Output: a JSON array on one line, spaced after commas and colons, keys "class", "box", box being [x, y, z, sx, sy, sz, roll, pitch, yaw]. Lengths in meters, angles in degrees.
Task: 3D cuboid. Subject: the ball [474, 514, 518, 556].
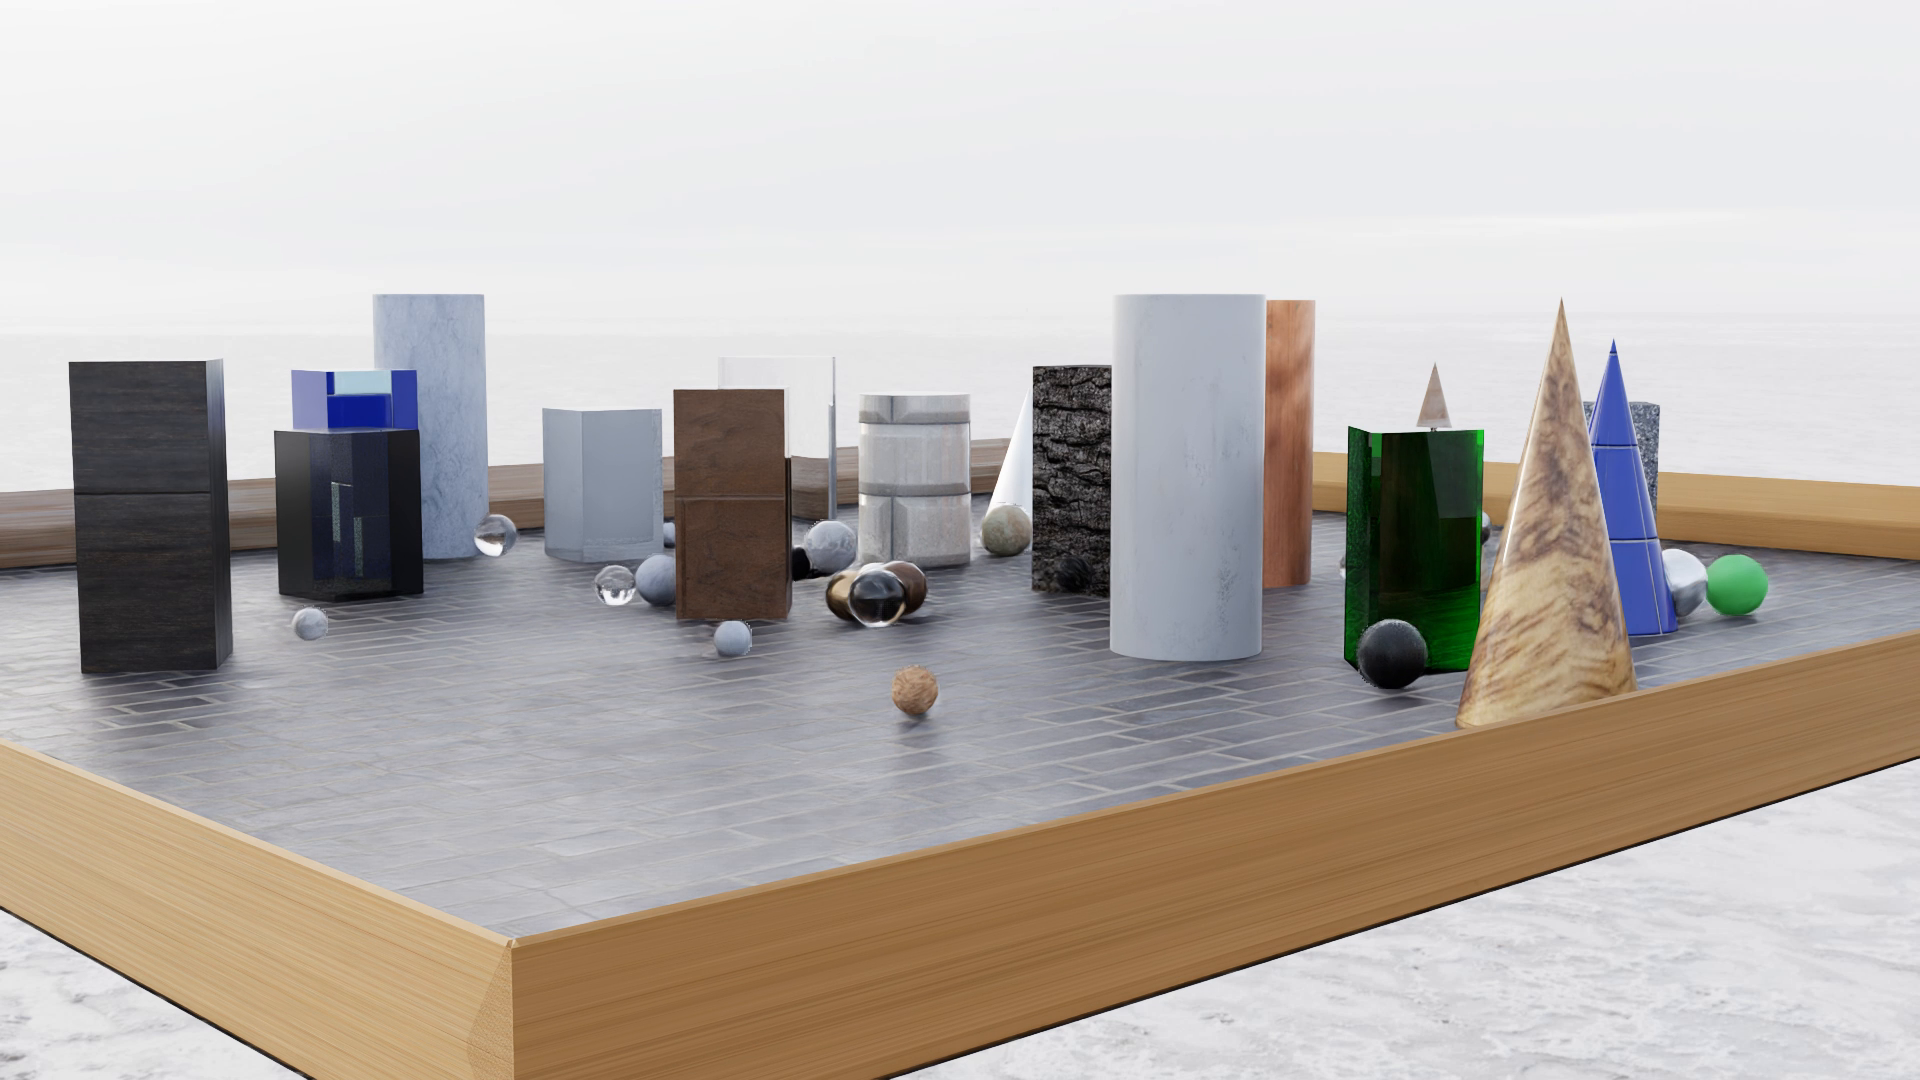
[{"class": "ball", "box": [-0.845, -0.009, 4.004, 0.077, 0.077, 0.077, 0, 6, 0]}]

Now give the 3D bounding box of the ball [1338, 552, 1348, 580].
[{"class": "ball", "box": [0.651, 0.042, 3.619, 0.055, 0.055, 0.055, 0, 6, 0]}]

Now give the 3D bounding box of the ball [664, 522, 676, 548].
[{"class": "ball", "box": [-0.546, -0.009, 4.151, 0.048, 0.048, 0.048, 0, 6, 0]}]

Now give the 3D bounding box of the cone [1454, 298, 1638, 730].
[{"class": "cone", "box": [0.633, -0.029, 2.337, 0.200, 0.462, 0.200, 0, 6, 0]}]

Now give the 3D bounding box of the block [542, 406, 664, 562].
[{"class": "block", "box": [-0.649, -0.105, 3.998, 0.160, 0.269, 0.160, -4, 7, -36]}]

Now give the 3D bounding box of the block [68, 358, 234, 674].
[{"class": "block", "box": [-1.021, -0.036, 2.785, 0.160, 0.384, 0.160, -1, 6, -11]}]

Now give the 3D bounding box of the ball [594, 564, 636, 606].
[{"class": "ball", "box": [-0.522, 0.069, 3.330, 0.062, 0.062, 0.062, 0, 6, 0]}]

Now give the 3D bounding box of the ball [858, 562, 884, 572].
[{"class": "ball", "box": [-0.123, 0.069, 3.273, 0.073, 0.073, 0.073, 0, 6, 0]}]

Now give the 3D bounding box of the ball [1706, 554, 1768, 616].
[{"class": "ball", "box": [1.136, 0.066, 3.223, 0.091, 0.091, 0.091, 0, 6, 0]}]

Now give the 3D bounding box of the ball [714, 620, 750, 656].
[{"class": "ball", "box": [-0.294, 0.127, 2.847, 0.047, 0.047, 0.047, 0, 6, 0]}]

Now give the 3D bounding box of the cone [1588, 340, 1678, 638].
[{"class": "cone", "box": [0.913, -0.081, 3.092, 0.200, 0.409, 0.200, 0, 6, 0]}]

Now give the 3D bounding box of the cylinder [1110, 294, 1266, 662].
[{"class": "cylinder", "box": [0.298, -0.087, 2.882, 0.200, 0.466, 0.200, 0, 6, 0]}]

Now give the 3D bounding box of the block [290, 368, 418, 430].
[{"class": "block", "box": [-1.040, -0.121, 3.789, 0.160, 0.344, 0.160, -5, 7, -37]}]

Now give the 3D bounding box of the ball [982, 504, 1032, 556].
[{"class": "ball", "box": [0.086, -0.017, 3.998, 0.095, 0.095, 0.095, 0, 6, 0]}]

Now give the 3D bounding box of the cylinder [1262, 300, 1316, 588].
[{"class": "cylinder", "box": [0.482, -0.163, 3.629, 0.200, 0.462, 0.200, 0, 6, 0]}]

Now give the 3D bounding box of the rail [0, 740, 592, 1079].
[{"class": "rail", "box": [-1.220, 0.150, 2.212, 0.045, 0.130, 2.990, -5, 8, -42]}]

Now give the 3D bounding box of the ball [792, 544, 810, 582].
[{"class": "ball", "box": [-0.278, 0.038, 3.623, 0.062, 0.062, 0.062, 0, 6, 0]}]

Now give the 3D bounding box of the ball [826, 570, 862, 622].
[{"class": "ball", "box": [-0.157, 0.080, 3.168, 0.073, 0.073, 0.073, 0, 6, 0]}]

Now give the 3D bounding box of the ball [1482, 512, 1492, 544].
[{"class": "ball", "box": [0.964, -0.023, 4.146, 0.076, 0.076, 0.076, 0, 6, 0]}]

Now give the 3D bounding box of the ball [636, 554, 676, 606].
[{"class": "ball", "box": [-0.454, 0.061, 3.336, 0.077, 0.077, 0.077, 0, 6, 0]}]

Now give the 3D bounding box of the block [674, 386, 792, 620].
[{"class": "block", "box": [-0.334, -0.059, 3.253, 0.160, 0.333, 0.160, 0, 6, -1]}]

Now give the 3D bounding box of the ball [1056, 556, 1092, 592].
[{"class": "ball", "box": [0.178, 0.054, 3.429, 0.057, 0.057, 0.057, 0, 6, 0]}]

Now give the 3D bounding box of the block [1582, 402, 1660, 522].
[{"class": "block", "box": [1.106, -0.092, 3.791, 0.160, 0.287, 0.160, 1, 6, 8]}]

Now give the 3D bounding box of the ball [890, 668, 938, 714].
[{"class": "ball", "box": [-0.051, 0.167, 2.436, 0.052, 0.052, 0.052, 0, 6, 0]}]

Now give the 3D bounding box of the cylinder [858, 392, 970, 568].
[{"class": "cylinder", "box": [-0.080, -0.111, 3.910, 0.200, 0.300, 0.200, 0, 6, 0]}]

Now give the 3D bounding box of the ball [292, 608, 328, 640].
[{"class": "ball", "box": [-0.881, 0.114, 2.979, 0.045, 0.045, 0.045, 0, 6, 0]}]

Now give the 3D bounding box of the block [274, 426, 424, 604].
[{"class": "block", "box": [-0.962, -0.044, 3.461, 0.160, 0.259, 0.160, 5, 8, 42]}]

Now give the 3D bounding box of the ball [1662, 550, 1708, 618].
[{"class": "ball", "box": [1.031, 0.063, 3.181, 0.100, 0.100, 0.100, 0, 6, 0]}]

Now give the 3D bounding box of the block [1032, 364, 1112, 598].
[{"class": "block", "box": [0.226, -0.099, 3.513, 0.160, 0.358, 0.160, 4, 7, 36]}]

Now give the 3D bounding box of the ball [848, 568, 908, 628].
[{"class": "ball", "box": [-0.116, 0.082, 3.101, 0.084, 0.084, 0.084, 0, 6, 0]}]

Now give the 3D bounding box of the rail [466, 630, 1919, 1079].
[{"class": "rail", "box": [0.998, 0.146, 2.256, 3.368, 0.130, 0.045, -5, 8, -42]}]

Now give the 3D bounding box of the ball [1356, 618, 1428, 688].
[{"class": "ball", "box": [0.511, 0.135, 2.601, 0.082, 0.082, 0.082, 0, 6, 0]}]

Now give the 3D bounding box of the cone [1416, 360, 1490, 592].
[{"class": "cone", "box": [0.764, -0.107, 3.556, 0.200, 0.366, 0.200, 0, 6, 0]}]

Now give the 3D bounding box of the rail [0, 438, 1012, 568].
[{"class": "rail", "box": [-0.998, -0.078, 4.407, 3.368, 0.130, 0.045, -5, 8, -42]}]

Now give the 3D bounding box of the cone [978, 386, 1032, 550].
[{"class": "cone", "box": [0.132, -0.143, 4.213, 0.200, 0.302, 0.200, 0, 6, 0]}]

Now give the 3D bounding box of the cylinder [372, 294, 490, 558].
[{"class": "cylinder", "box": [-0.970, -0.213, 4.041, 0.200, 0.475, 0.200, 0, 6, 0]}]

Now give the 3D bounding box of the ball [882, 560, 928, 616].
[{"class": "ball", "box": [-0.088, 0.070, 3.201, 0.081, 0.081, 0.081, 0, 6, 0]}]

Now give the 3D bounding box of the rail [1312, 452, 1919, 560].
[{"class": "rail", "box": [1.220, -0.083, 4.452, 0.045, 0.130, 2.990, -5, 8, -42]}]

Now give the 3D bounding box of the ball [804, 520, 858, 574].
[{"class": "ball", "box": [-0.211, 0.011, 3.605, 0.087, 0.087, 0.087, 0, 6, 0]}]

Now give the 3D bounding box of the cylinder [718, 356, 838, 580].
[{"class": "cylinder", "box": [-0.309, -0.127, 3.733, 0.200, 0.368, 0.200, 0, 6, 0]}]

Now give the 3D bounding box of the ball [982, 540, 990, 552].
[{"class": "ball", "box": [0.062, 0.000, 4.068, 0.046, 0.046, 0.046, 0, 6, 0]}]

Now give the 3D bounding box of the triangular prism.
[{"class": "triangular prism", "box": [0.535, 0.010, 2.749, 0.173, 0.300, 0.150, -3, 7, -30]}]
